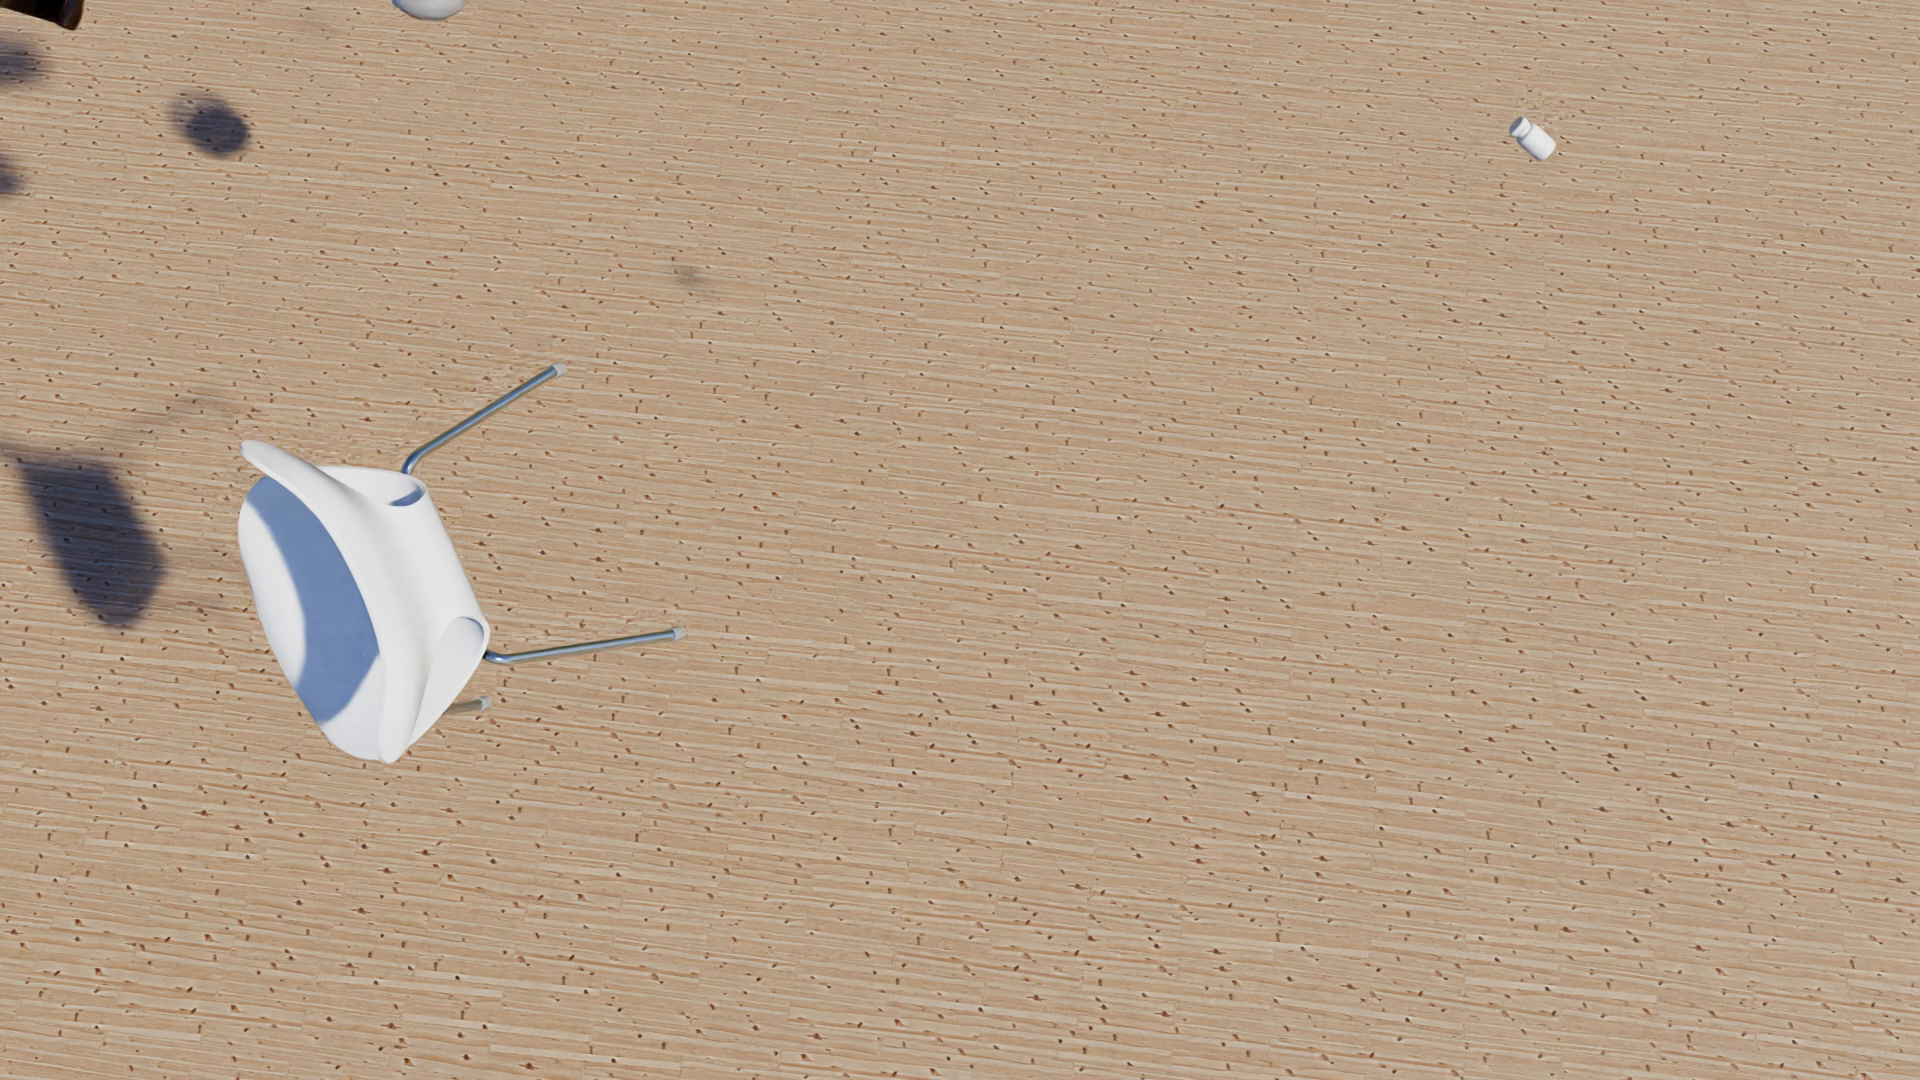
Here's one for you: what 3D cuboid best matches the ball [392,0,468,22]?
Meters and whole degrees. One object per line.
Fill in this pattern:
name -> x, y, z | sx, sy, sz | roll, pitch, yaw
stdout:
ball -> -1.234, -1.312, 5.104 | 0.210, 0.210, 0.210 | 0, 56, 0
